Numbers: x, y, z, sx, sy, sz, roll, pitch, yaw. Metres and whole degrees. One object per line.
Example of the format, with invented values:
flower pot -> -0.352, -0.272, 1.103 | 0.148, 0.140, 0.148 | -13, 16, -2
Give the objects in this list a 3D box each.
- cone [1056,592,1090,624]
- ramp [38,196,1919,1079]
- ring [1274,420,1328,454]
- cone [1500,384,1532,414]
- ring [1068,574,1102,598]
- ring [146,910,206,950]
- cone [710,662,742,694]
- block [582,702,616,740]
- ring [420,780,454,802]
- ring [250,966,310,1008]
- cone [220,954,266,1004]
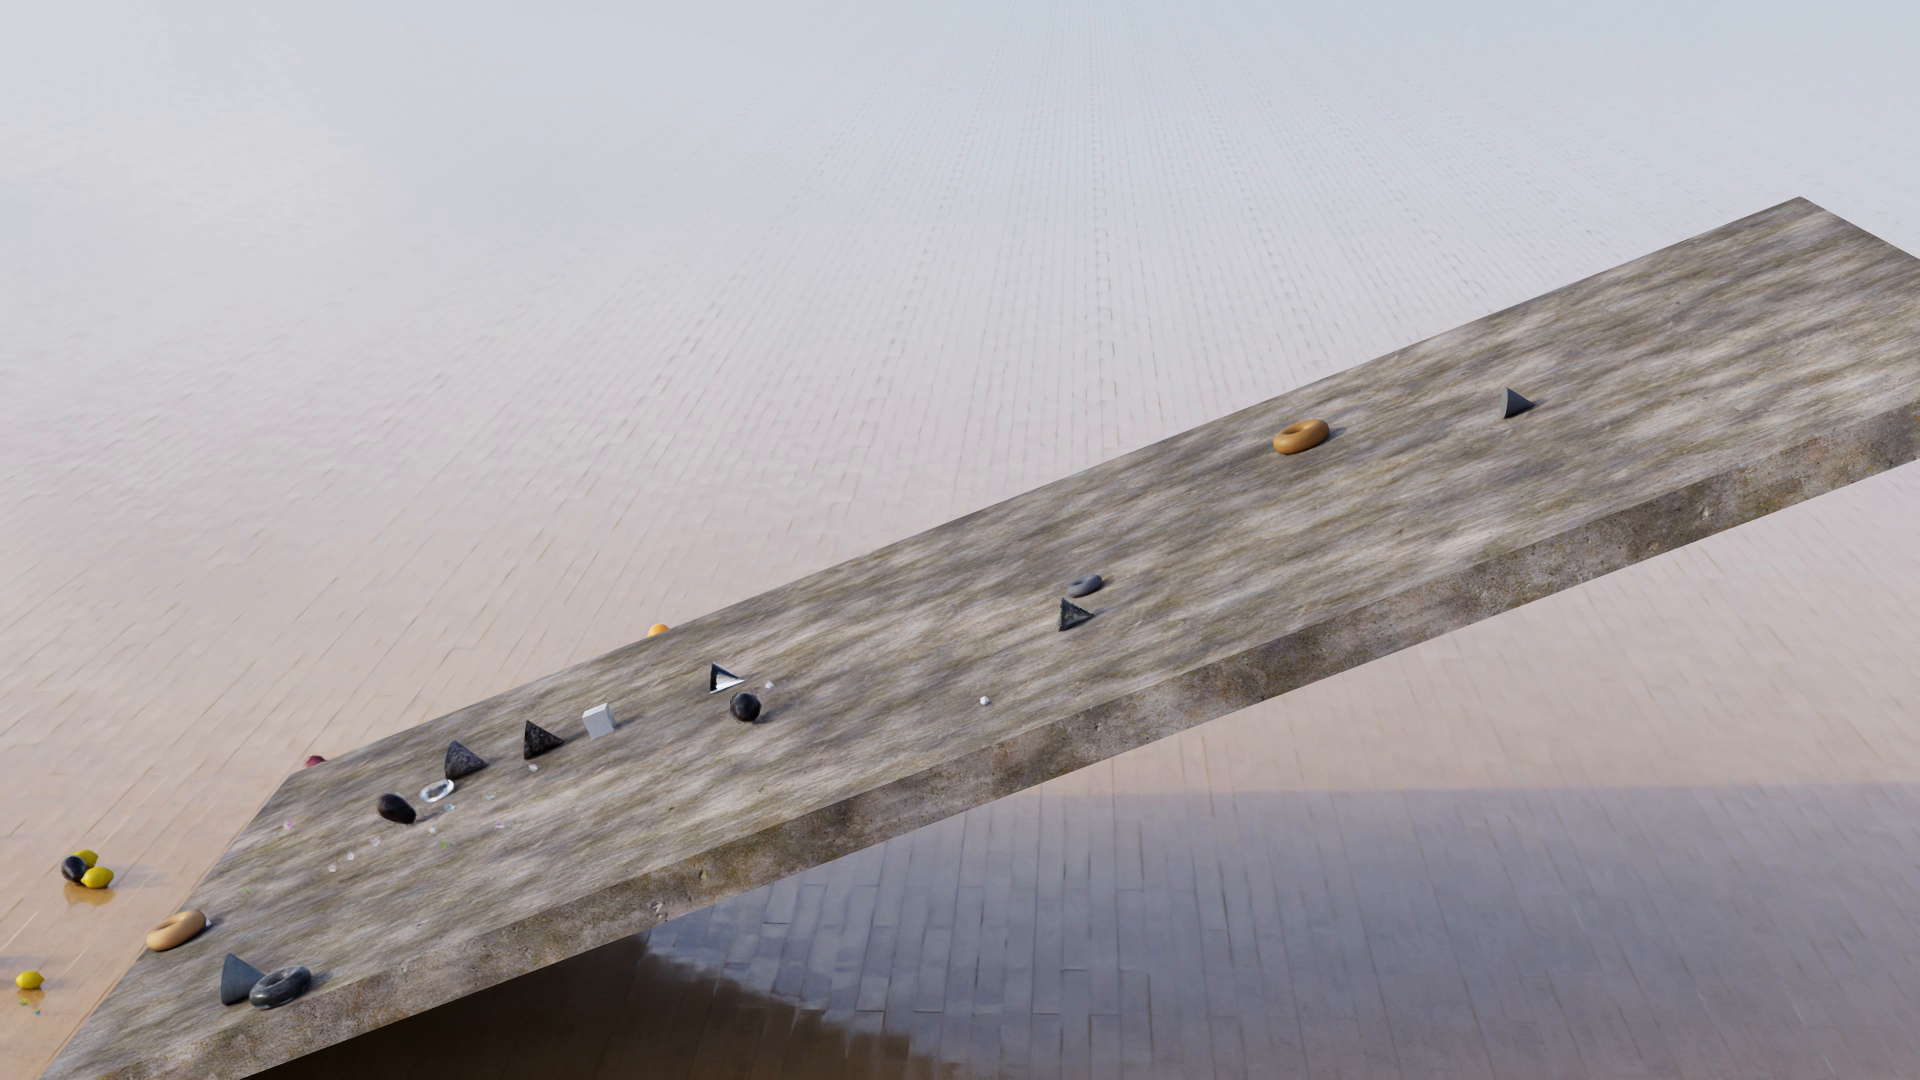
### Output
cone -> 0.235, 0.150, 5.875 | 0.071, 0.071, 0.071 | 23, 16, 3
ramp -> 0.124, 0.173, 6.290 | 4.000, 0.100, 2.000 | -21, 12, 7
ring -> 0.761, -0.231, 6.561 | 0.130, 0.043, 0.130 | -20, 13, 5
cone -> 1.161, -0.283, 6.096 | 0.067, 0.067, 0.067 | 18, 15, 2
ring -> 0.257, 0.095, 6.089 | 0.077, 0.026, 0.077 | -23, 11, 5
ring -> -1.681, 0.836, 6.304 | 0.134, 0.045, 0.134 | -22, 11, 4
cone -> -0.515, 0.309, 6.532 | 0.072, 0.072, 0.072 | 5, 14, 0
block -> -0.807, 0.405, 6.582 | 0.055, 0.055, 0.055 | -22, 12, 4
ring -> -1.179, 0.565, 6.627 | 0.080, 0.027, 0.080 | -20, 13, 5
ring -> -1.285, 0.845, 5.561 | 0.123, 0.041, 0.123 | -21, 13, 5
cone -> -1.363, 0.850, 5.669 | 0.100, 0.100, 0.100 | 5, 14, 0
